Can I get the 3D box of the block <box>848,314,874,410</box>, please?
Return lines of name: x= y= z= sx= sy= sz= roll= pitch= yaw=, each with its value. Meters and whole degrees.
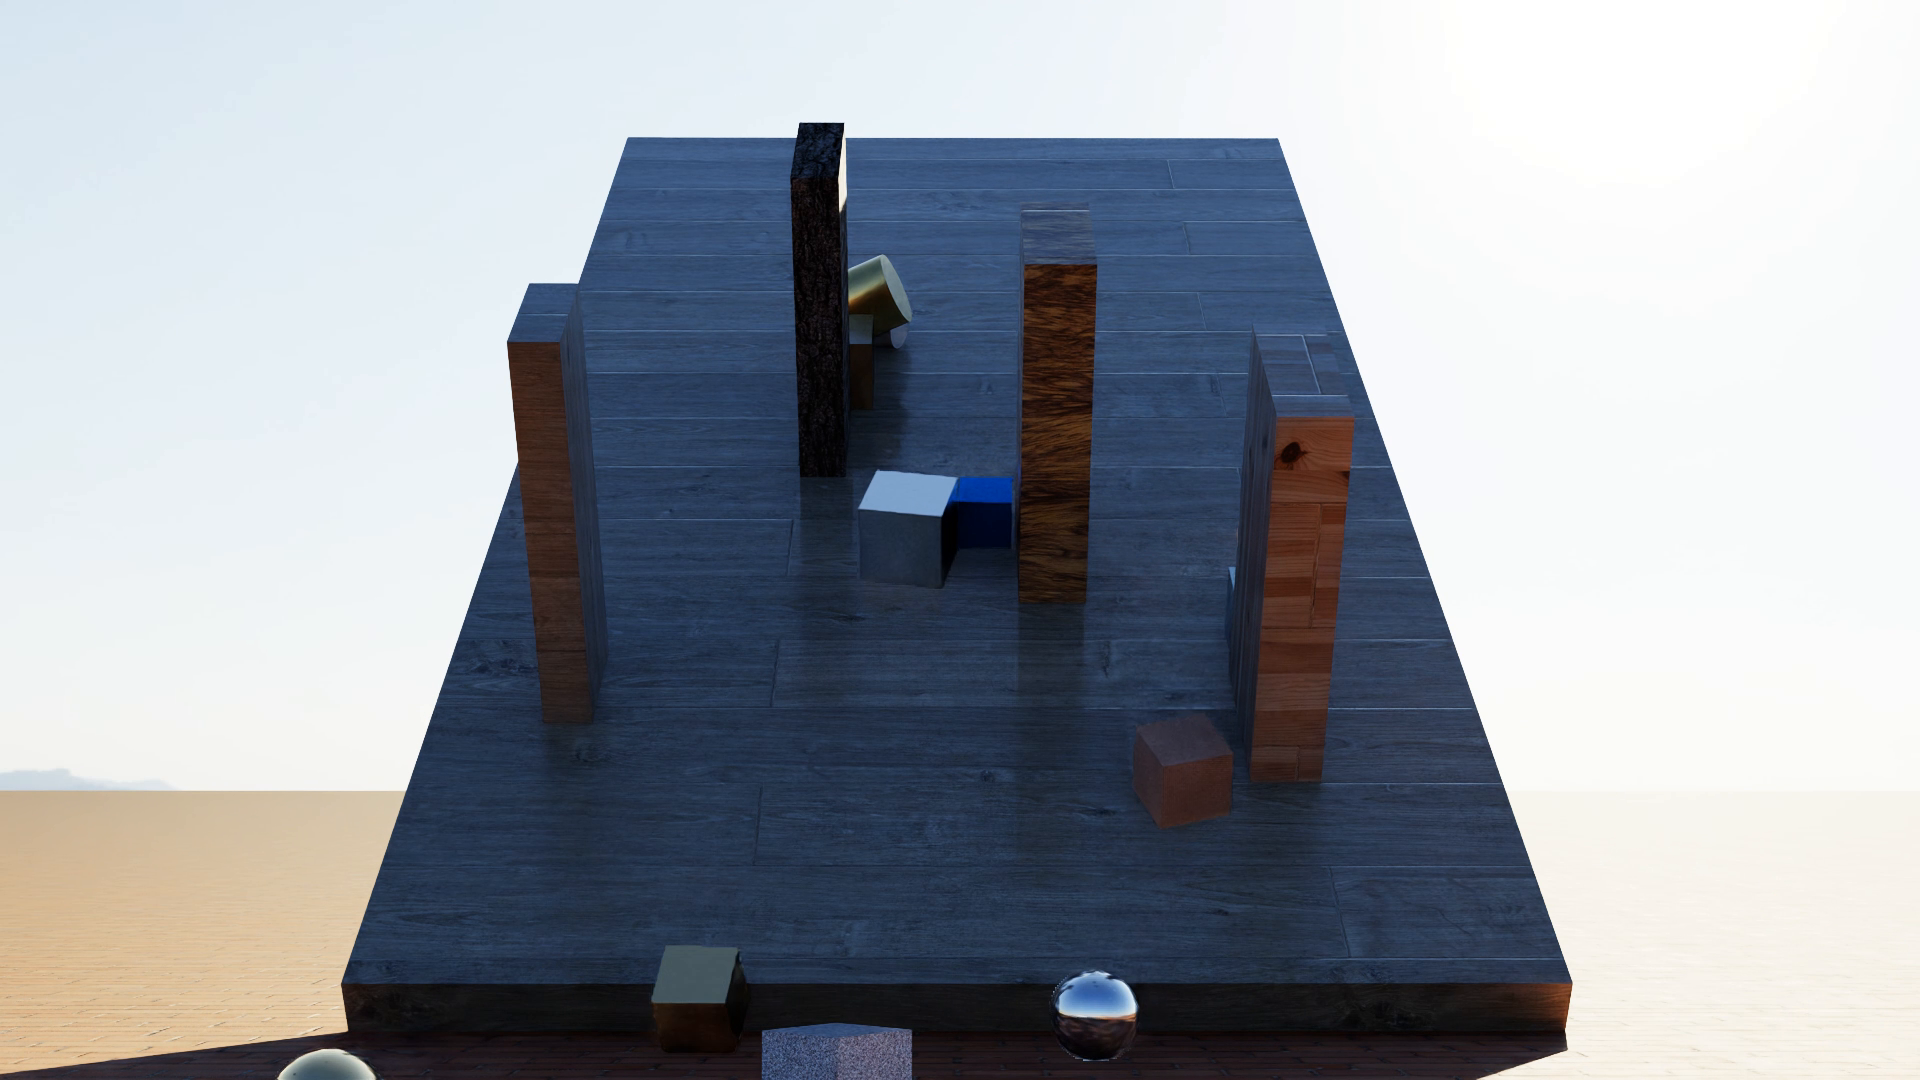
block: x=-0.294 y=-0.428 z=5.773 sx=0.171 sy=0.171 sz=0.171 roll=0 pitch=29 yaw=0

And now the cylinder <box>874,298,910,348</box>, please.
cylinder: x=-0.213 y=-0.559 z=6.042 sx=0.138 sy=0.138 sz=0.138 roll=10 pitch=-2 yaw=18

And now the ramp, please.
ramp: x=-0.012 y=-0.215 z=5.672 sx=2.000 sy=0.100 sz=4.000 roll=0 pitch=29 yaw=0

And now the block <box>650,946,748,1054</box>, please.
block: x=-0.391 y=0.694 z=3.630 sx=0.113 sy=0.113 sz=0.113 roll=-1 pitch=37 yaw=8

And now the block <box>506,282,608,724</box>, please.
block: x=-0.743 y=-0.061 z=4.480 sx=0.092 sy=0.793 sz=0.258 roll=0 pitch=29 yaw=0

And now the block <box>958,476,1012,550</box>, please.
block: x=0.055 y=-0.058 z=5.175 sx=0.113 sy=0.113 sz=0.113 roll=1 pitch=29 yaw=1

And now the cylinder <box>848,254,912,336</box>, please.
cylinder: x=-0.236 y=-0.582 z=5.886 sx=0.178 sy=0.178 sz=0.178 roll=-22 pitch=-11 yaw=12

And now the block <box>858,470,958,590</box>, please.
block: x=-0.107 y=-0.022 z=5.047 sx=0.174 sy=0.174 sz=0.174 roll=5 pitch=30 yaw=9

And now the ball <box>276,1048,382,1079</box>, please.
ball: x=-0.664 y=0.599 z=2.528 sx=0.126 sy=0.126 sz=0.126 roll=0 pitch=-6 yaw=0

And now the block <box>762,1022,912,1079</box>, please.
block: x=-0.142 y=0.625 z=2.765 sx=0.122 sy=0.122 sz=0.122 roll=-5 pitch=-8 yaw=42

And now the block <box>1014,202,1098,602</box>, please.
block: x=0.191 y=-0.278 z=4.915 sx=0.139 sy=0.751 sz=0.325 roll=0 pitch=29 yaw=0

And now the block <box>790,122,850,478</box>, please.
block: x=-0.310 y=-0.539 z=5.414 sx=0.102 sy=0.716 sz=0.347 roll=0 pitch=29 yaw=0

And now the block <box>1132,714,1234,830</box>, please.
block: x=0.399 y=0.414 z=4.313 sx=0.134 sy=0.134 sz=0.134 roll=-9 pitch=31 yaw=-16

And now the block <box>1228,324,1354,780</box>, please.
block: x=0.596 y=0.024 z=4.388 sx=0.130 sy=0.743 sz=0.382 roll=0 pitch=29 yaw=0

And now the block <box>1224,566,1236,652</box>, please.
block: x=0.610 y=0.153 z=4.766 sx=0.147 sy=0.147 sz=0.147 roll=0 pitch=29 yaw=-1

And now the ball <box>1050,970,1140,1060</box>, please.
ball: x=0.199 y=0.698 z=3.534 sx=0.132 sy=0.132 sz=0.132 roll=0 pitch=-6 yaw=0
